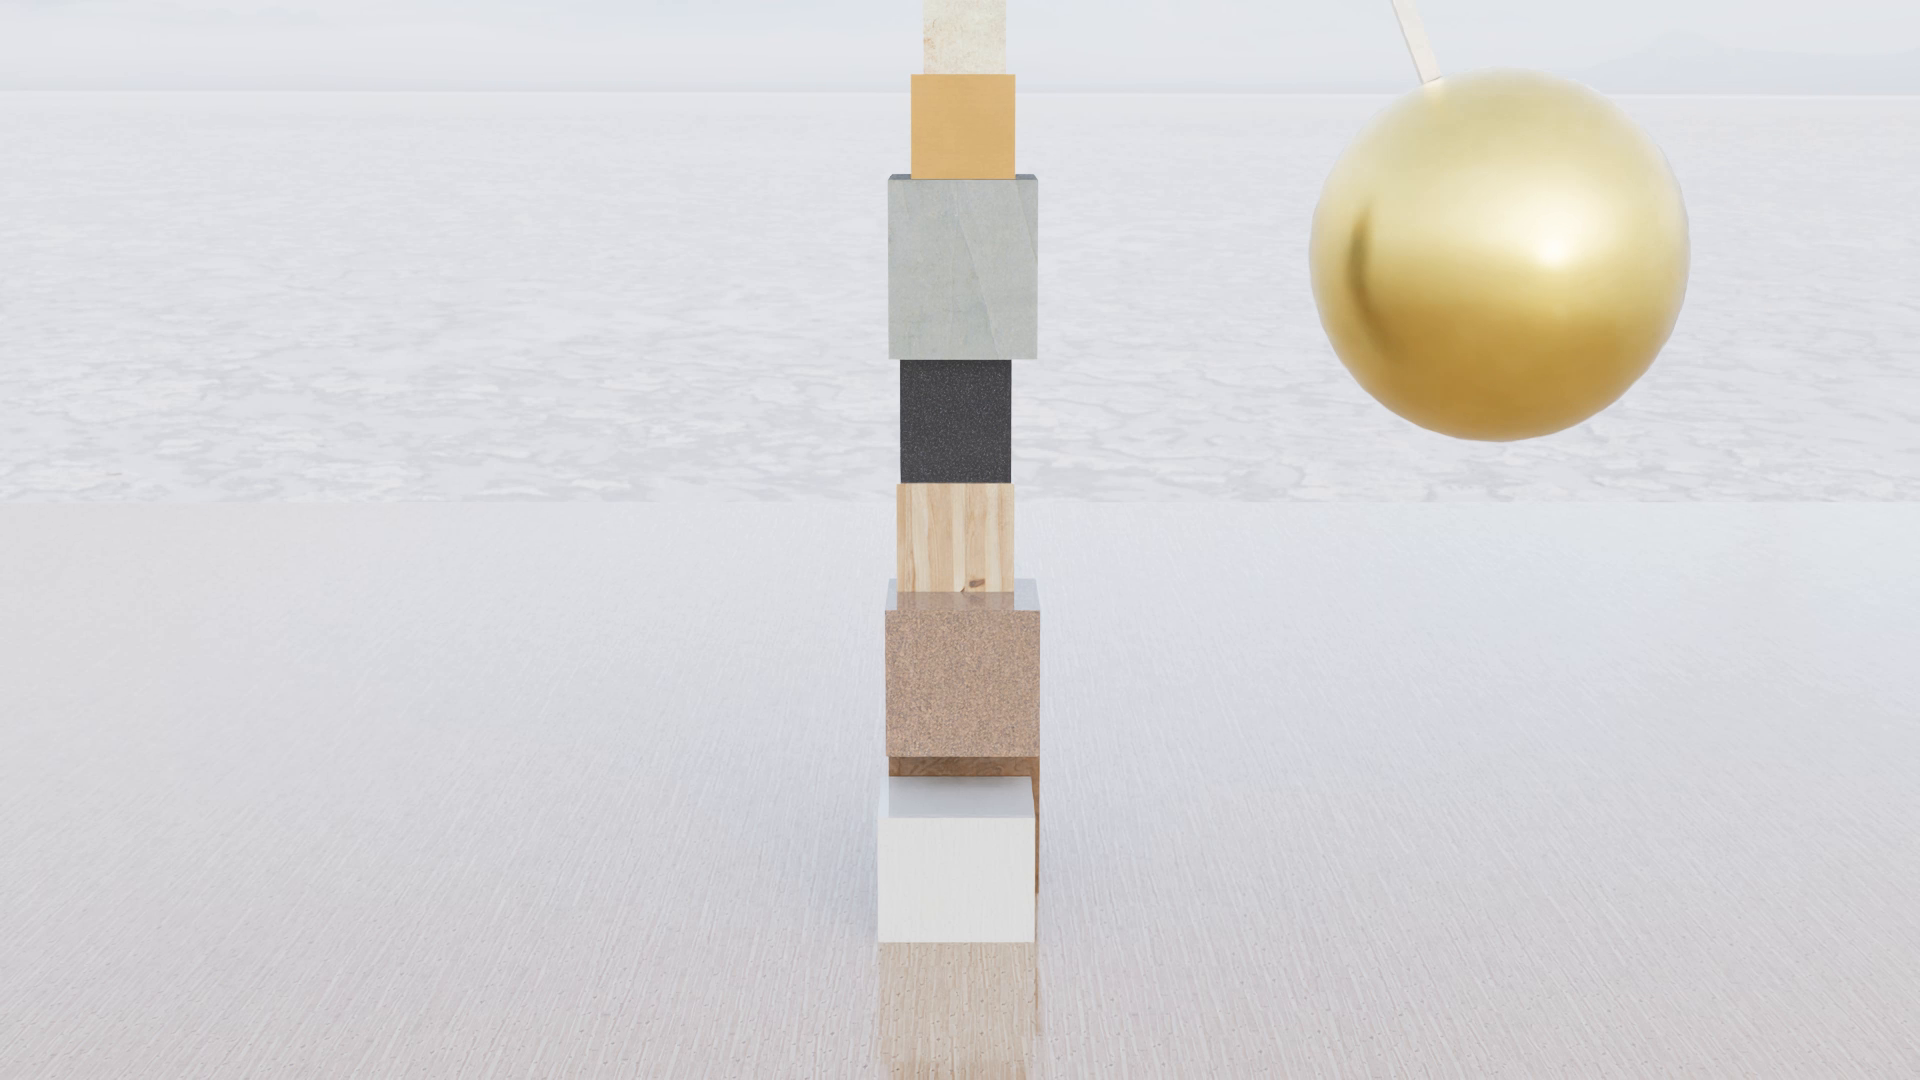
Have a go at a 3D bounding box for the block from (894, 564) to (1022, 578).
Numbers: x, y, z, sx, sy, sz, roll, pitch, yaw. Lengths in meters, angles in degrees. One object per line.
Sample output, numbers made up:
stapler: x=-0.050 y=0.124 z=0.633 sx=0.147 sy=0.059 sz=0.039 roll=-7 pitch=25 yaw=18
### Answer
block: x=-0.007 y=0.437 z=11.626 sx=0.571 sy=0.585 sz=0.599 roll=0 pitch=7 yaw=0

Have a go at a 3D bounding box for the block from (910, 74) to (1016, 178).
block: x=0.013 y=-1.754 z=10.861 sx=0.433 sy=0.429 sz=0.442 roll=0 pitch=10 yaw=0

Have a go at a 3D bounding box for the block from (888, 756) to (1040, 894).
block: x=0.019 y=1.131 z=11.391 sx=0.649 sy=0.699 sz=0.655 roll=0 pitch=10 yaw=0

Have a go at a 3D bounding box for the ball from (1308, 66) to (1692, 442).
ball: x=2.295 y=-1.215 z=10.959 sx=1.600 sy=1.600 sz=1.600 roll=0 pitch=10 yaw=0

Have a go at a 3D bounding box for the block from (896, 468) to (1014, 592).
block: x=-0.019 y=-0.055 z=11.170 sx=0.501 sy=0.466 sz=0.513 roll=0 pitch=10 yaw=0

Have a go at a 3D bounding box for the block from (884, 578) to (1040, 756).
block: x=0.011 y=0.536 z=10.968 sx=0.641 sy=0.623 sz=0.678 roll=0 pitch=10 yaw=0

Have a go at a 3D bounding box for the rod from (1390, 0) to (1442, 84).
rod: x=0.994 y=-4.306 z=10.397 sx=0.080 sy=5.200 sz=0.080 roll=-22 pitch=10 yaw=4

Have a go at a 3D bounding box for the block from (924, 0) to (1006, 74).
block: x=0.019 y=-2.113 z=10.796 sx=0.344 sy=0.301 sz=0.305 roll=0 pitch=10 yaw=0

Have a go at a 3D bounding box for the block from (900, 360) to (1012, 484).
block: x=-0.018 y=-0.548 z=11.081 sx=0.472 sy=0.537 sz=0.471 roll=0 pitch=10 yaw=0

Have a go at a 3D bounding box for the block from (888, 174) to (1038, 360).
block: x=0.012 y=-1.178 z=10.966 sx=0.621 sy=0.743 sz=0.663 roll=0 pitch=10 yaw=0

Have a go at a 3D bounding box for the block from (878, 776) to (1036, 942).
block: x=-0.016 y=1.332 z=10.767 sx=0.641 sy=0.528 sz=0.626 roll=0 pitch=10 yaw=0
